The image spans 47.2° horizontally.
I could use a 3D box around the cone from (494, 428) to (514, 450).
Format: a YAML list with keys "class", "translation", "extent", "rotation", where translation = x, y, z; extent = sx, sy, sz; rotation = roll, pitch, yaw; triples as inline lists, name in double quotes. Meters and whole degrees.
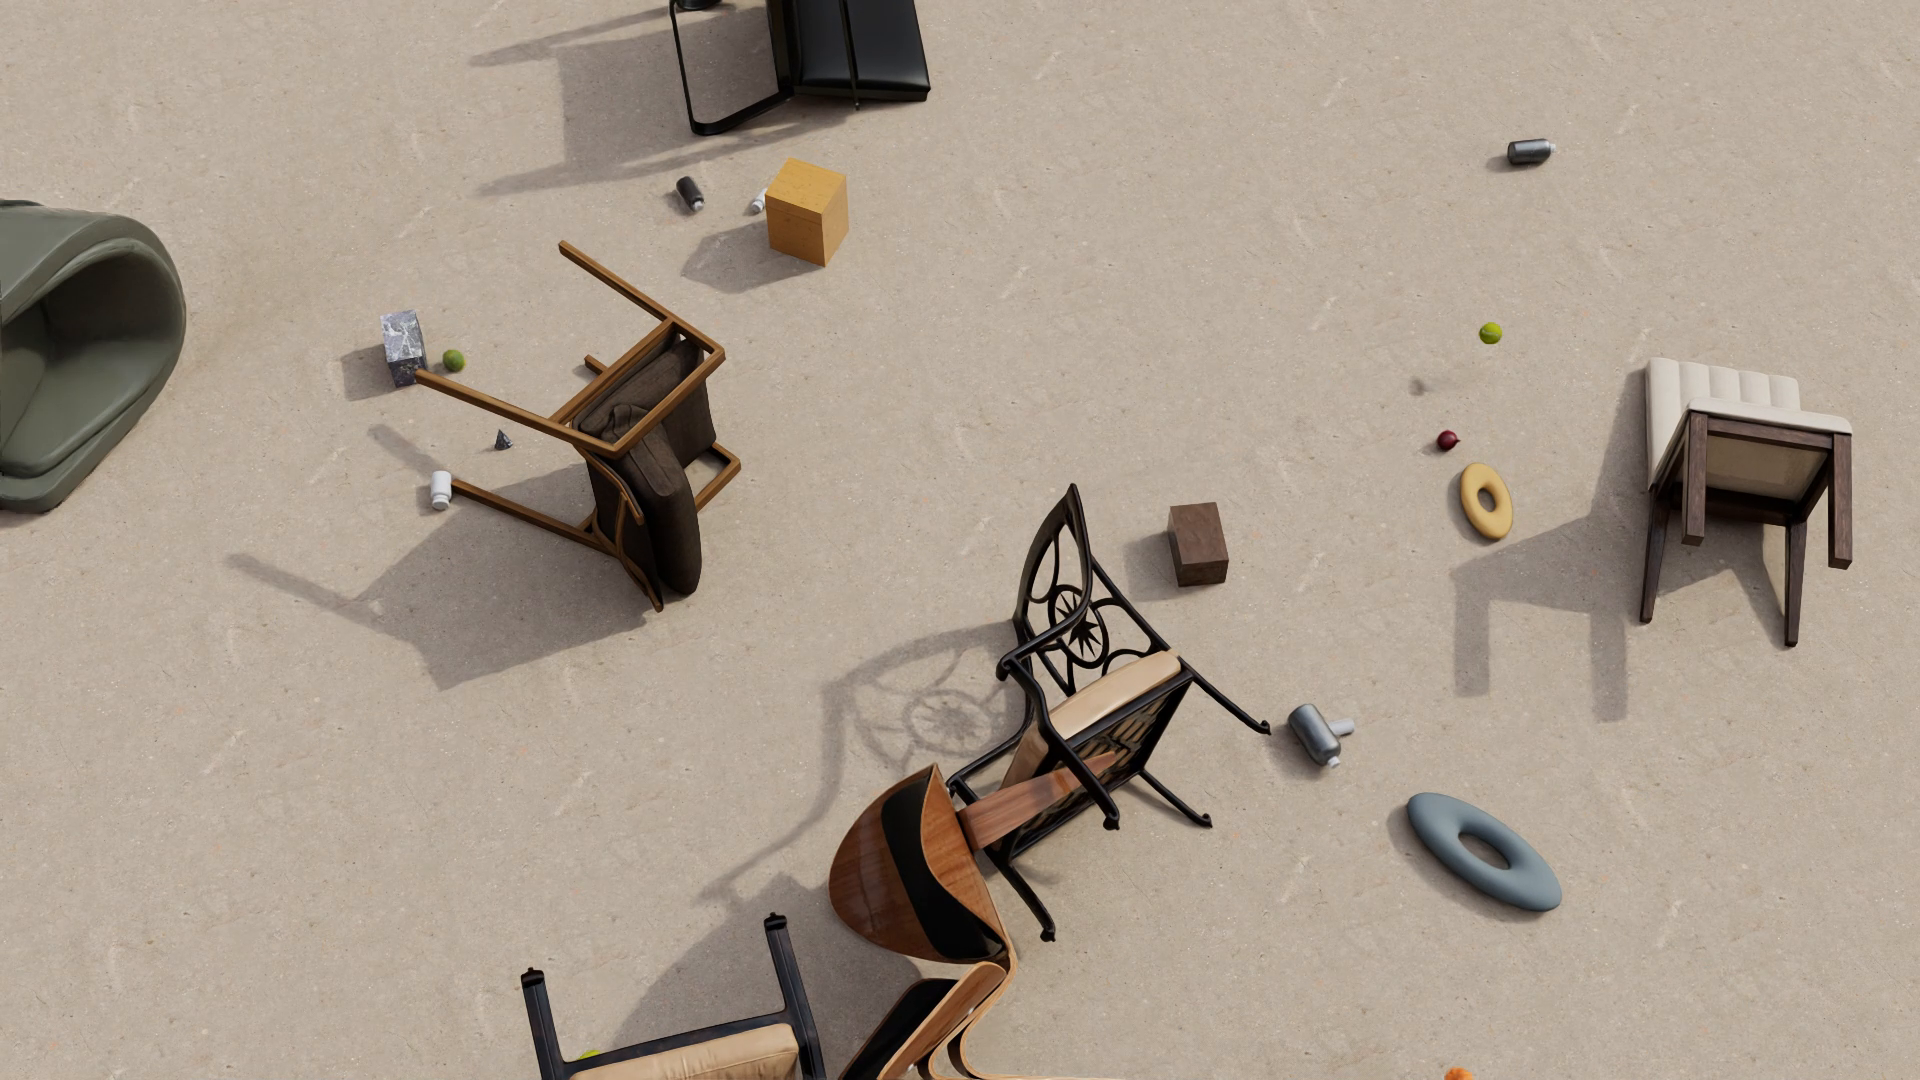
- class: "cone"
  translation: [-1.404, -0.316, 6.734]
  extent: [0.058, 0.087, 0.038]
  rotation: [-15, 57, -10]

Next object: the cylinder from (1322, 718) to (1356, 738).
- class: "cylinder"
  translation: [1.068, 0.530, 6.199]
  extent: [0.081, 0.032, 0.045]
  rotation: [-13, 53, -9]

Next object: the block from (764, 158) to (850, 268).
- class: "block"
  translation: [-0.494, -1.063, 7.132]
  extent: [0.202, 0.258, 0.179]
  rotation: [20, 59, 13]

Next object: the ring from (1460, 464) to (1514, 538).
- class: "ring"
  translation: [1.586, -0.119, 6.625]
  extent: [0.149, 0.049, 0.280]
  rotation: [-5, 56, -4]

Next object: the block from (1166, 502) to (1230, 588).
- class: "block"
  translation: [0.701, 0.013, 6.490]
  extent: [0.138, 0.124, 0.206]
  rotation: [-6, 56, -4]

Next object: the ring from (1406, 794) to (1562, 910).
- class: "ring"
  translation: [1.419, 0.844, 5.962]
  extent: [0.483, 0.078, 0.200]
  rotation: [36, 62, 22]

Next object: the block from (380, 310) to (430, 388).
- class: "block"
  translation: [-1.741, -0.601, 6.900]
  extent: [0.106, 0.127, 0.194]
  rotation: [-13, 57, -8]
